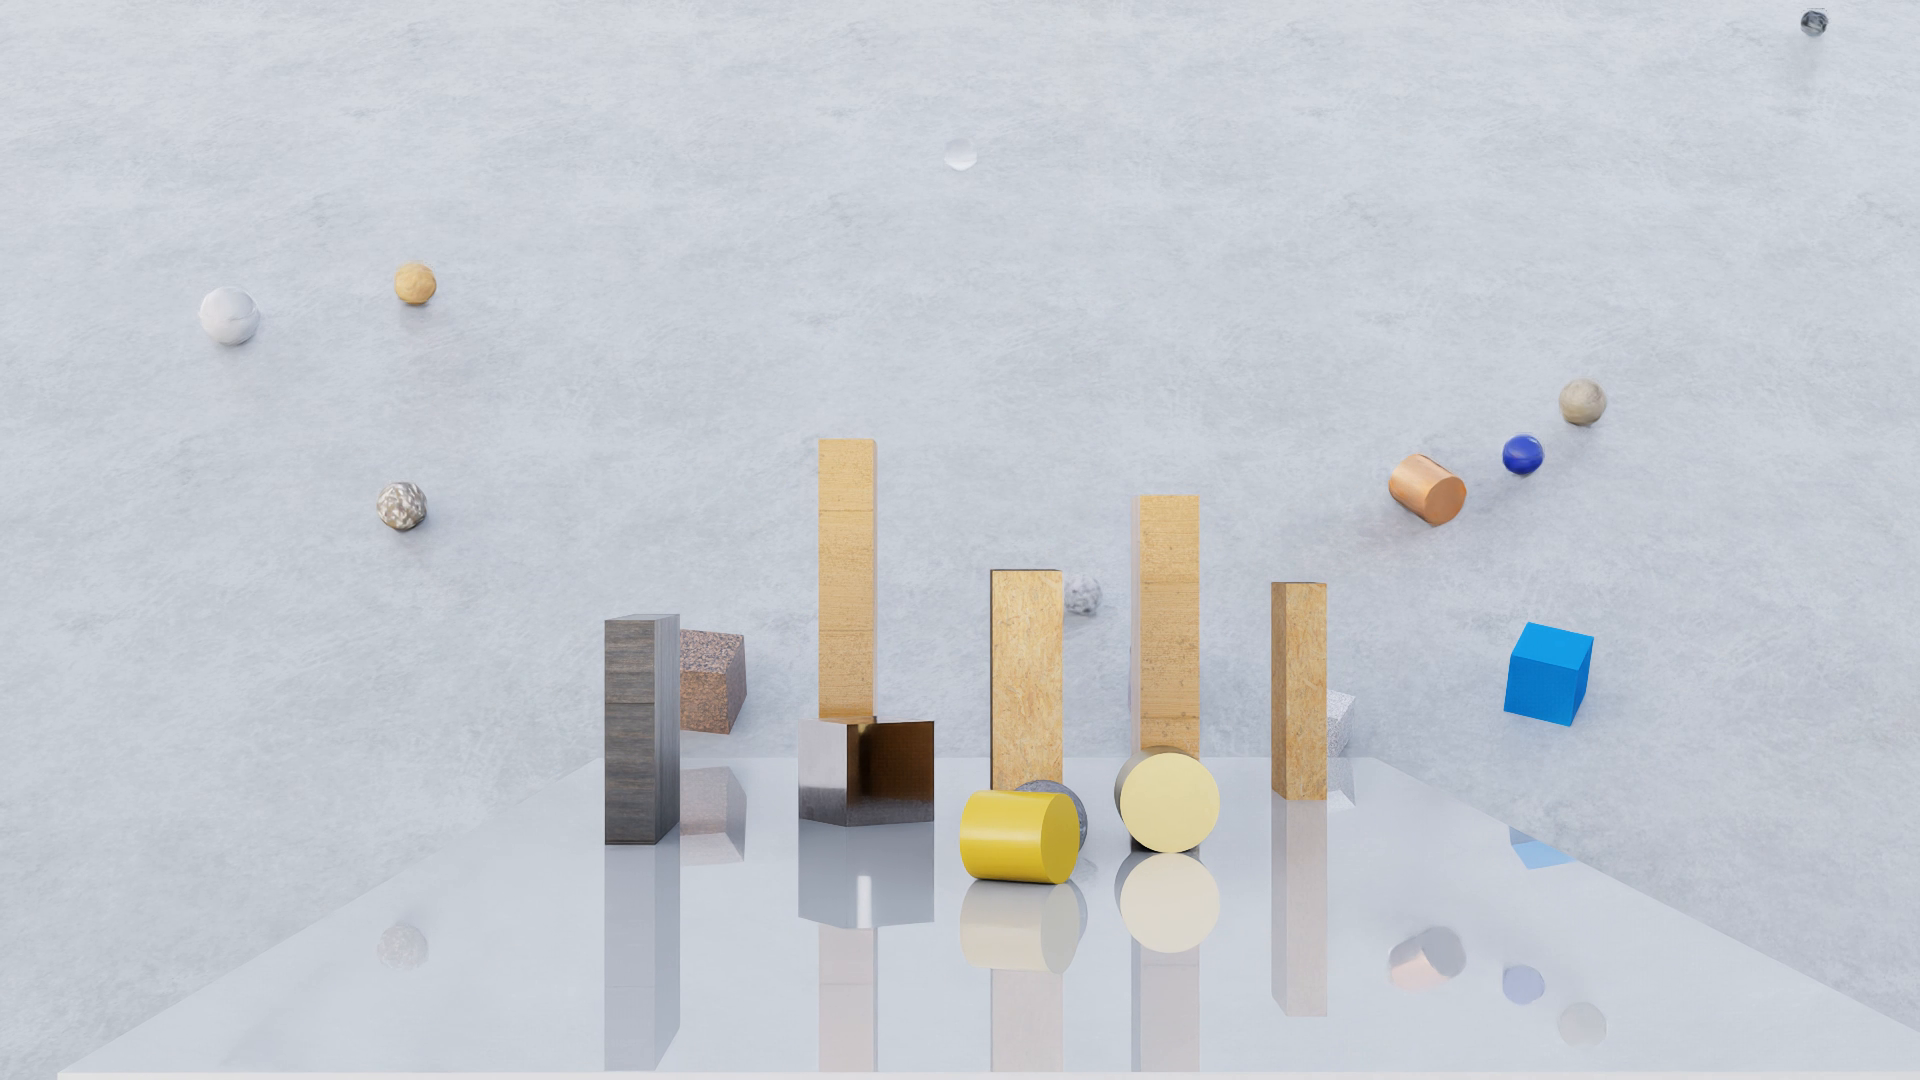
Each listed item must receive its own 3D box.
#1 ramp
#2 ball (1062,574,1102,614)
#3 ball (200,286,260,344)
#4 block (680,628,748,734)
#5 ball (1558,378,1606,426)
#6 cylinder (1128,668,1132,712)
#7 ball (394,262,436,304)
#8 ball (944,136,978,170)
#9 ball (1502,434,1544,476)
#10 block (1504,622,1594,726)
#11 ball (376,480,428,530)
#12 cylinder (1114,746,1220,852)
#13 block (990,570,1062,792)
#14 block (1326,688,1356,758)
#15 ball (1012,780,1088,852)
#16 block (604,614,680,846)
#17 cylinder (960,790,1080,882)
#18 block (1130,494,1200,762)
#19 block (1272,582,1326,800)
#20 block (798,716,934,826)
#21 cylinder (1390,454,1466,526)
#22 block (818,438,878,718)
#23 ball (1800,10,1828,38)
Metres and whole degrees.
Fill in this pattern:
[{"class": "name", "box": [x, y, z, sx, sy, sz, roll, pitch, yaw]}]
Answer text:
[{"class": "ramp", "box": [0.068, 0.605, 4.670, 2.000, 0.100, 4.000, 0, 0, 0]}, {"class": "ball", "box": [0.348, 0.154, 7.415, 0.118, 0.118, 0.118, 0, 30, 0]}, {"class": "ball", "box": [-2.514, -0.773, 8.911, 0.201, 0.201, 0.201, 0, 30, 0]}, {"class": "block", "box": [-0.695, 0.379, 6.957, 0.194, 0.194, 0.194, 5, 31, 9]}, {"class": "ball", "box": [2.019, -0.447, 8.401, 0.154, 0.154, 0.154, 0, 30, 0]}, {"class": "cylinder", "box": [0.543, 0.373, 6.985, 0.176, 0.176, 0.176, 0, 30, 0]}, {"class": "ball", "box": [-1.936, -0.911, 9.198, 0.149, 0.149, 0.149, 0, 30, 0]}, {"class": "ball", "box": [0.003, -1.532, 10.268, 0.134, 0.134, 0.134, 0, 30, 0]}, {"class": "ball", "box": [1.765, -0.267, 8.120, 0.130, 0.130, 0.130, 0, 30, 0]}, {"class": "block", "box": [1.592, 0.362, 6.999, 0.181, 0.181, 0.181, 13, 33, 21]}, {"class": "ball", "box": [-1.686, -0.104, 7.823, 0.150, 0.150, 0.150, 0, 30, 0]}, {"class": "cylinder", "box": [0.372, 0.466, 4.676, 0.178, 0.178, 0.178, 0, 0, 0]}, {"class": "block", "box": [0.116, 0.304, 4.623, 0.119, 0.501, 0.401, 0, 0, 0]}, {"class": "block", "box": [0.965, 0.480, 6.856, 0.122, 0.122, 0.122, 14, 33, 23]}, {"class": "ball", "box": [0.139, 0.478, 4.347, 0.151, 0.151, 0.151, 0, 30, 0]}, {"class": "block", "box": [-0.601, 0.351, 4.921, 0.091, 0.410, 0.427, 0, 0, 0]}, {"class": "cylinder", "box": [0.097, 0.481, 4.201, 0.146, 0.146, 0.146, -2, 27, 28]}, {"class": "block", "box": [0.386, 0.236, 4.897, 0.108, 0.638, 0.264, 0, 0, 0]}, {"class": "block", "box": [0.743, 0.326, 5.680, 0.087, 0.464, 0.269, 0, 0, 0]}, {"class": "block", "box": [-0.187, 0.457, 5.151, 0.199, 0.199, 0.199, 0, 0, -32]}, {"class": "cylinder", "box": [1.425, -0.153, 7.892, 0.165, 0.165, 0.165, -16, 34, -25]}, {"class": "block", "box": [-0.238, 0.173, 5.546, 0.114, 0.768, 0.294, 0, 0, 0]}, {"class": "ball", "box": [3.834, -2.319, 11.619, 0.122, 0.122, 0.122, 0, 30, 0]}]
